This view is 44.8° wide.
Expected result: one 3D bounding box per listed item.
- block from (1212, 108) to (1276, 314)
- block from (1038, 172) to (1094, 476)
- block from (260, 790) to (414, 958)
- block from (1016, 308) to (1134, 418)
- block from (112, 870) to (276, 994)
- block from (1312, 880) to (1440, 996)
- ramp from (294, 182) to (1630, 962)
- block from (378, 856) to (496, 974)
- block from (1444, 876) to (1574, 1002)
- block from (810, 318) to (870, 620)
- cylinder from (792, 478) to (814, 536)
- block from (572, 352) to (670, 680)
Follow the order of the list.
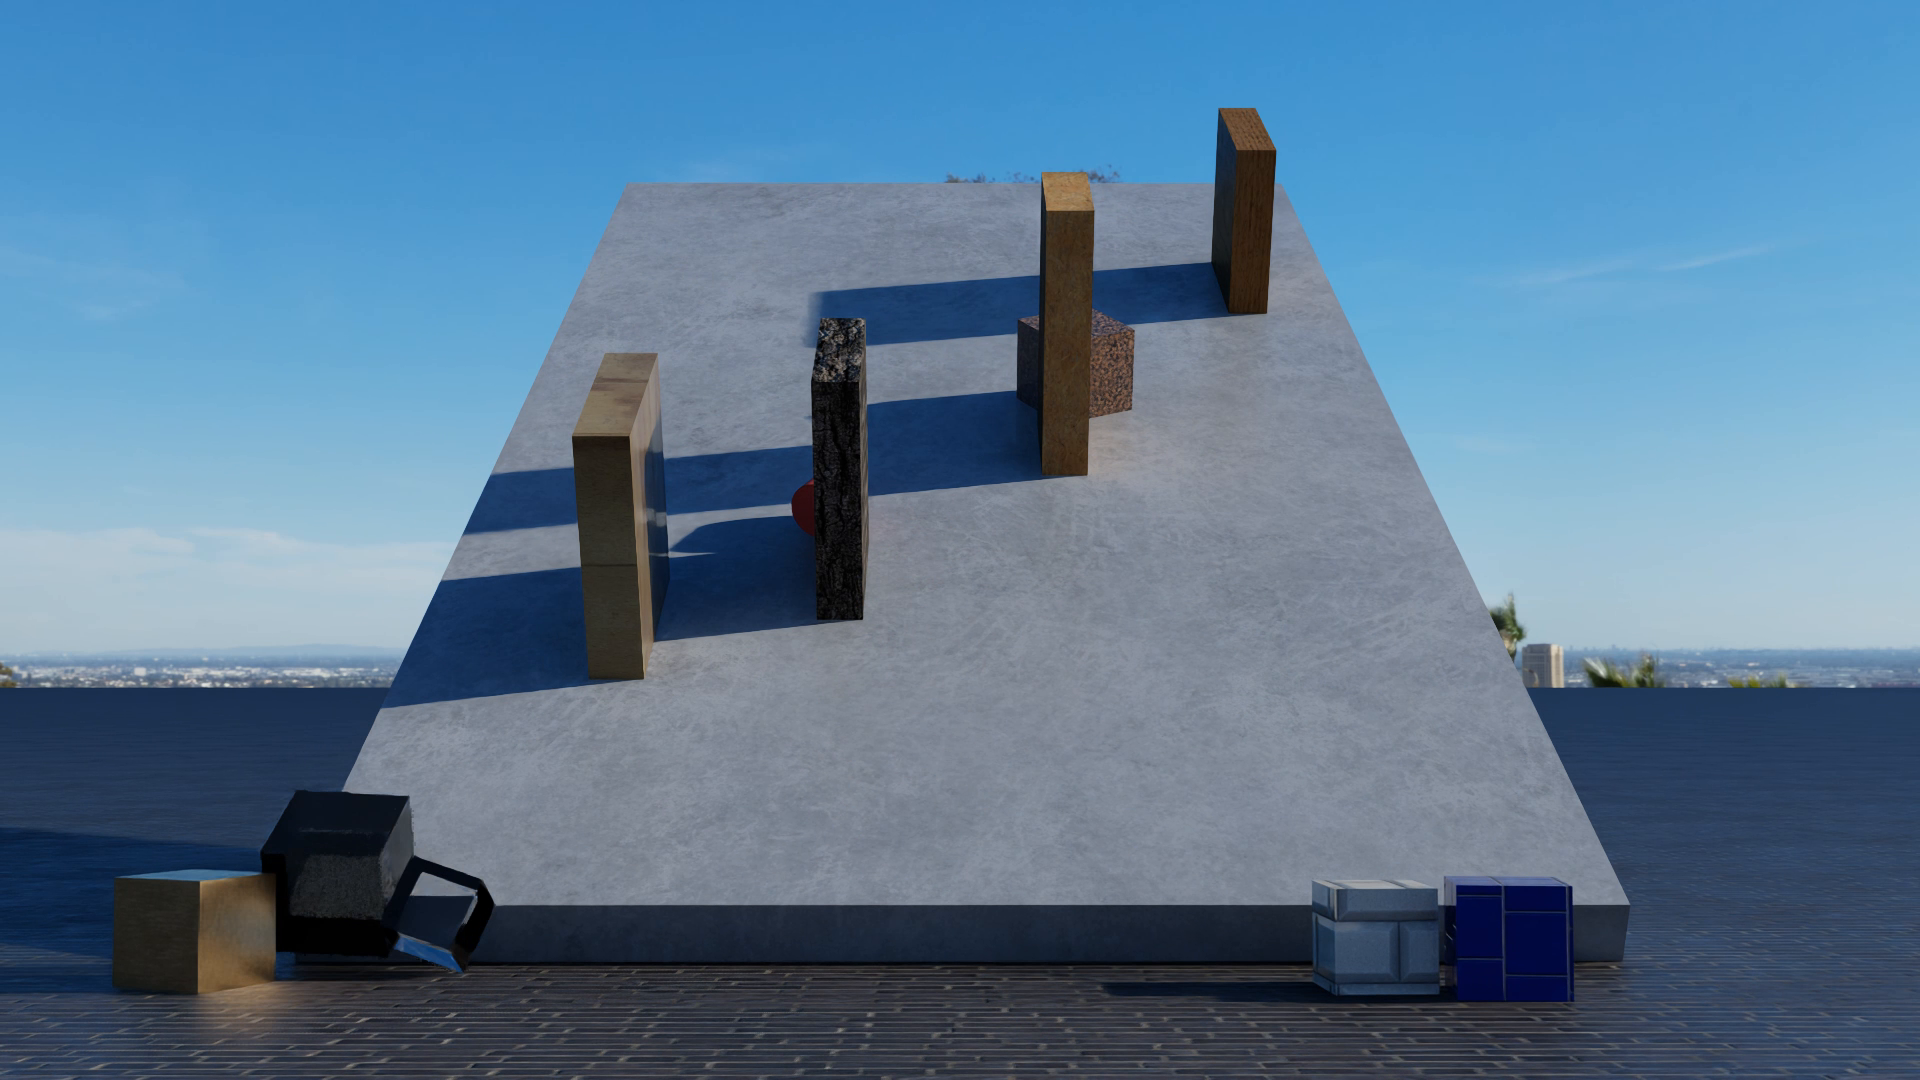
[{"bbox_3d":[0.739,-0.868,6.099,0.099,0.428,0.442,0,24,0],"label":"block"},{"bbox_3d":[0.225,-0.467,5.010,0.098,0.585,0.299,0,24,0],"label":"block"},{"bbox_3d":[-0.900,0.484,3.389,0.168,0.168,0.168,3,25,2],"label":"block"},{"bbox_3d":[0.264,-0.403,5.347,0.194,0.194,0.194,-13,27,-27],"label":"block"},{"bbox_3d":[-1.064,0.543,3.242,0.152,0.152,0.152,-2,-4,25],"label":"block"},{"bbox_3d":[0.571,0.546,3.209,0.142,0.142,0.142,0,-3,-4],"label":"block"},{"bbox_3d":[-0.008,-0.228,5.315,2.000,0.100,4.000,0,24,0],"label":"ramp"},{"bbox_3d":[-0.751,0.539,3.350,0.110,0.110,0.110,17,-26,9],"label":"block"},{"bbox_3d":[0.741,0.538,3.153,0.151,0.151,0.151,0,-3,6],"label":"block"},{"bbox_3d":[-0.224,-0.139,4.414,0.086,0.472,0.354,0,24,0],"label":"block"},{"bbox_3d":[-0.264,-0.079,4.718,0.115,0.115,0.115,-2,21,27],"label":"cylinder"},{"bbox_3d":[-0.609,-0.050,4.226,0.098,0.463,0.419,0,24,0],"label":"block"}]
